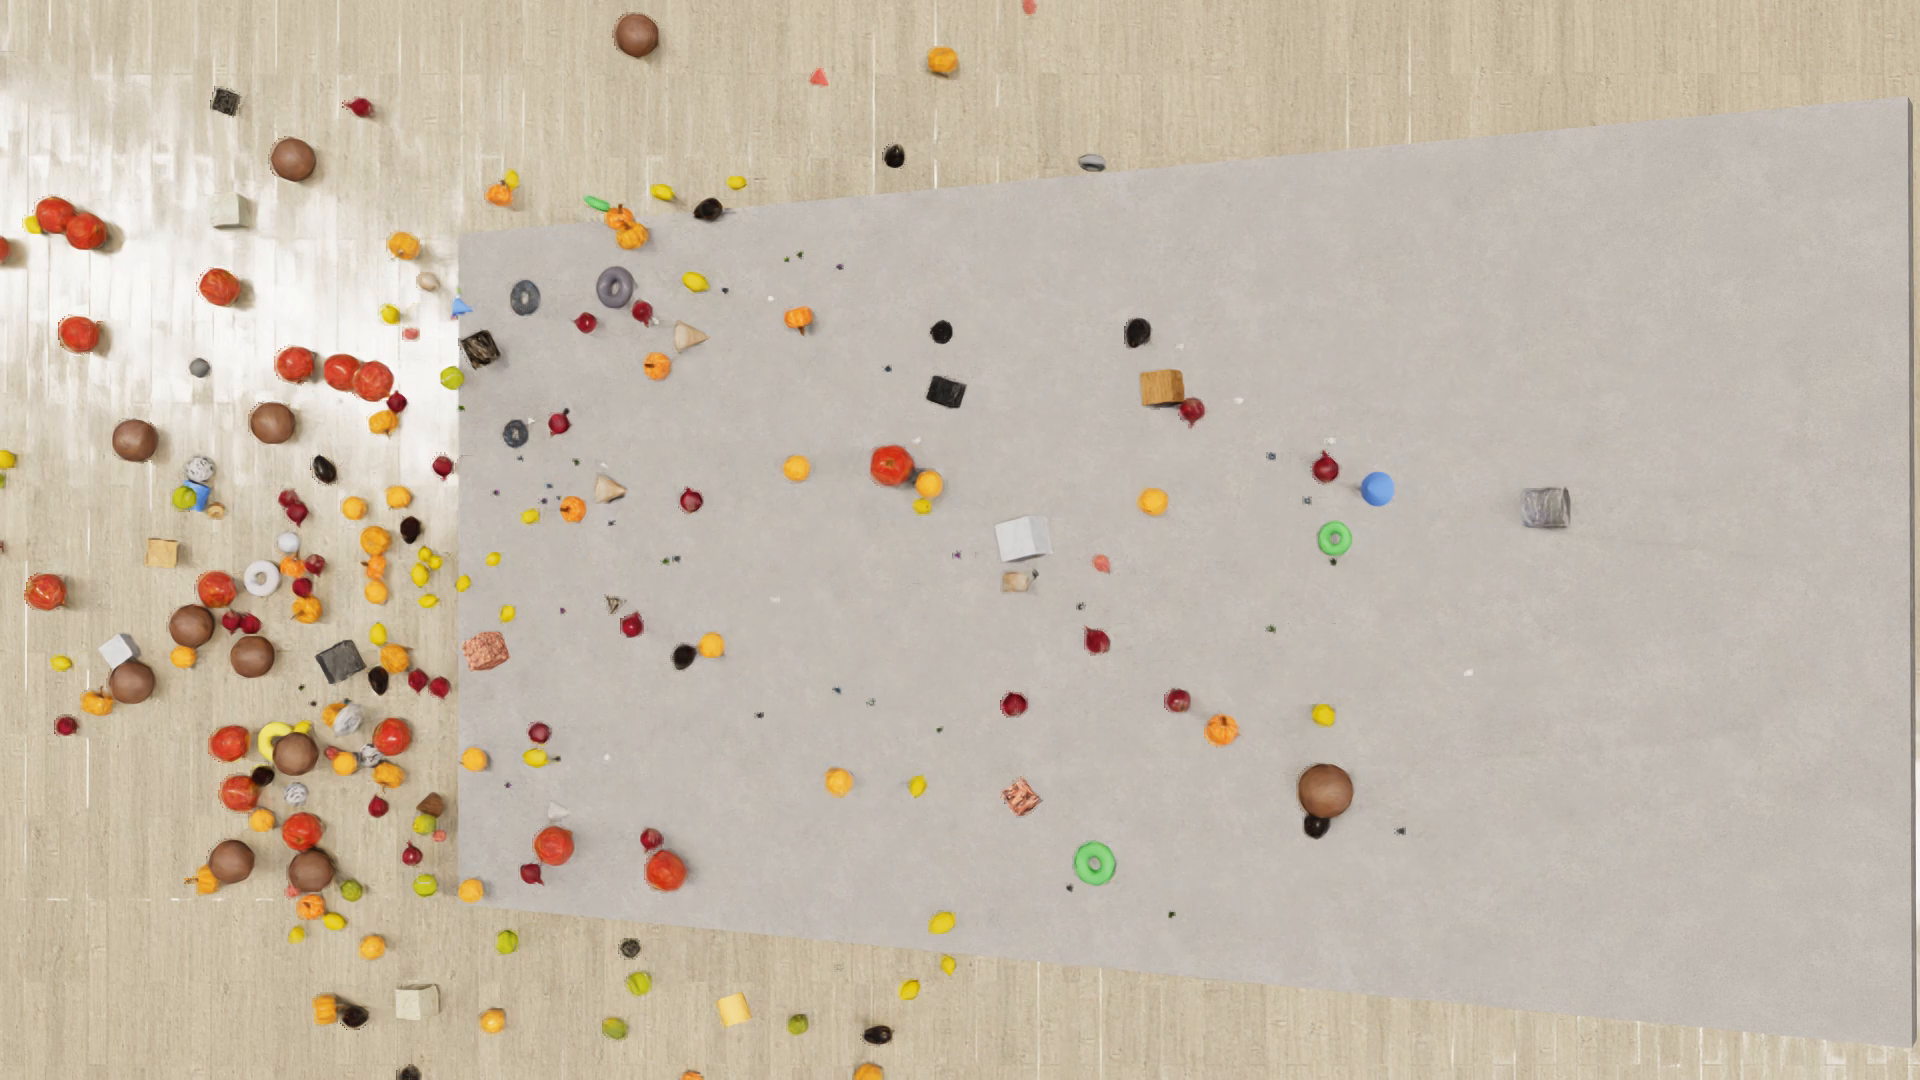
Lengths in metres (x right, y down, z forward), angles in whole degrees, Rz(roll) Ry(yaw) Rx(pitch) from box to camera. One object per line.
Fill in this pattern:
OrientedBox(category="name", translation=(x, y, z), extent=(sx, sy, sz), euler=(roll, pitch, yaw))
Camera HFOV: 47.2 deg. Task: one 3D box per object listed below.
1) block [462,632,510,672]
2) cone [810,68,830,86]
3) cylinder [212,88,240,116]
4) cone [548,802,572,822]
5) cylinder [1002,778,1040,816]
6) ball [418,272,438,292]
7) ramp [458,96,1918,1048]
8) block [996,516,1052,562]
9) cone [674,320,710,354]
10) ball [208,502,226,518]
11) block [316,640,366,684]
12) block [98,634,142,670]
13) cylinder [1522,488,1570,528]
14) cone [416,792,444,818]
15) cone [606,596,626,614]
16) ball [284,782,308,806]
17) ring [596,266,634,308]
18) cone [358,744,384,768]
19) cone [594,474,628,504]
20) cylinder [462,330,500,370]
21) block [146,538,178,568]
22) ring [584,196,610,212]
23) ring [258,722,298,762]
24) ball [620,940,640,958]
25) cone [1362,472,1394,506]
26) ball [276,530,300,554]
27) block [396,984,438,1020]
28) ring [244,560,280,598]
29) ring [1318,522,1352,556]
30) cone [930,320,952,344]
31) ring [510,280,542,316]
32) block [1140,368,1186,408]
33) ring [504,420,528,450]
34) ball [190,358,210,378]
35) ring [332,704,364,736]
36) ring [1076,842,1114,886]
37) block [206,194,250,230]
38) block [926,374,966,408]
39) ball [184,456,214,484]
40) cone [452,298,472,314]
OrientedBox(category="block", translation=(-1.393, 0.327, 6.457), extent=(0.086, 0.086, 0.086), euler=(-28, 76, 26))
OrientedBox(category="cone", translation=(-0.416, -1.389, 6.655), extent=(0.054, 0.054, 0.054), euler=(33, 89, -23))
OrientedBox(category="cylinder", translation=(-2.213, -1.322, 6.626), extent=(0.065, 0.065, 0.065), euler=(21, 99, 0))
OrientedBox(category="cone", translation=(-1.149, 0.788, 6.349), extent=(0.063, 0.063, 0.063), euler=(5, 89, 2))
OrientedBox(category="cylinder", translation=(0.156, 0.655, 5.595), extent=(0.069, 0.069, 0.069), euler=(-37, 73, 0))
OrientedBox(category="ball", translation=(-1.597, -0.774, 6.603), extent=(0.056, 0.056, 0.056), euler=(0, 89, 0))
OrientedBox(category="ramp", translation=(0.273, 0.076, 5.637), extent=(4.000, 0.100, 2.000), euler=(0, 89, 29))
OrientedBox(category="block", translation=(0.162, -0.001, 5.587), extent=(0.096, 0.096, 0.096), euler=(-15, 82, 28))
OrientedBox(category="cone", translation=(-0.740, -0.566, 6.126), extent=(0.095, 0.095, 0.095), euler=(2, 89, 3))
OrientedBox(category="ball", translation=(-2.243, -0.089, 6.631), extent=(0.051, 0.051, 0.051), euler=(0, 89, 0))
OrientedBox(category="block", translation=(-1.859, 0.366, 6.604), extent=(0.096, 0.096, 0.096), euler=(-29, 89, 0))
OrientedBox(category="block", translation=(-2.525, 0.334, 6.614), extent=(0.076, 0.076, 0.076), euler=(-36, 90, 0))
OrientedBox(category="cylinder", translation=(1.320, -0.072, 4.947), extent=(0.087, 0.087, 0.087), euler=(-3, 89, 29))
OrientedBox(category="cone", translation=(-1.602, 0.798, 6.576), extent=(0.079, 0.079, 0.079), euler=(0, 89, 31))
OrientedBox(category="cone", translation=(-0.973, 0.178, 6.246), extent=(0.050, 0.050, 0.050), euler=(-15, 89, -8))
OrientedBox(category="ball", translation=(-1.998, 0.764, 6.612), extent=(0.072, 0.072, 0.072), euler=(0, 89, 0))
OrientedBox(category="ring", translation=(-0.982, -0.721, 6.264), extent=(0.124, 0.041, 0.124), euler=(-1, 87, 29))
OrientedBox(category="cone", translation=(-1.771, 0.665, 6.597), extent=(0.079, 0.079, 0.079), euler=(-3, 110, -9))
OrientedBox(category="cone", translation=(-0.980, -0.141, 6.246), extent=(0.089, 0.089, 0.089), euler=(6, 89, 12))
OrientedBox(category="cylinder", translation=(-1.403, -0.559, 6.438), extent=(0.087, 0.087, 0.087), euler=(-23, 106, 0))
OrientedBox(category="block", translation=(-2.396, 0.039, 6.602), extent=(0.078, 0.078, 0.078), euler=(7, 91, -23))
OrientedBox(category="ring", translation=(-1.034, -0.959, 6.278), extent=(0.077, 0.077, 0.026), euler=(20, 107, 0))
OrientedBox(category="ring", translation=(-2.057, 0.608, 6.629), extent=(0.121, 0.040, 0.121), euler=(0, 88, 1))
OrientedBox(category="ball", translation=(-0.978, 1.212, 6.524), extent=(0.055, 0.055, 0.055), euler=(0, 89, 0))
OrientedBox(category="cone", translation=(0.965, -0.120, 5.148), extent=(0.083, 0.083, 0.083), euler=(0, 89, 29))
OrientedBox(category="ball", translation=(-2.023, 0.006, 6.622), extent=(0.068, 0.068, 0.068), euler=(0, 89, 0))
OrientedBox(category="block", translation=(-1.626, 1.382, 6.584), extent=(0.086, 0.086, 0.086), euler=(-3, 90, 25))
OrientedBox(category="ring", translation=(-2.105, 0.116, 6.632), extent=(0.114, 0.038, 0.114), euler=(-1, 84, 8))
OrientedBox(category="ring", translation=(0.890, -0.002, 5.220), extent=(0.082, 0.027, 0.082), euler=(-1, 88, 30))
OrientedBox(category="cone", translation=(-0.064, -0.545, 5.736), extent=(0.065, 0.065, 0.065), euler=(0, 89, 29))
OrientedBox(category="ring", translation=(-1.270, -0.706, 6.427), extent=(0.109, 0.036, 0.109), euler=(-1, 88, 30))
OrientedBox(category="block", translation=(0.498, -0.373, 5.412), extent=(0.080, 0.080, 0.080), euler=(-7, 86, 29))
OrientedBox(category="ring", translation=(-1.301, -0.310, 6.445), extent=(0.088, 0.029, 0.088), euler=(0, 89, 28))
OrientedBox(category="ball", translation=(-2.294, -0.518, 6.632), extent=(0.058, 0.058, 0.058), euler=(0, 89, 0))
OrientedBox(category="ring", translation=(-1.820, 0.537, 6.543), extent=(0.037, 0.110, 0.110), euler=(32, 89, 16))
OrientedBox(category="ring", translation=(0.338, 0.812, 5.515), extent=(0.109, 0.036, 0.109), euler=(0, 90, 28))
OrientedBox(category="block", translation=(-2.204, -0.988, 6.620), extent=(0.091, 0.091, 0.091), euler=(-5, 89, 0))
OrientedBox(category="block", translation=(-0.035, -0.386, 5.718), extent=(0.066, 0.066, 0.066), euler=(22, 100, 28))
OrientedBox(category="ball", translation=(-2.288, -0.213, 6.616), extent=(0.084, 0.084, 0.084), euler=(0, 89, 0))
OrientedBox(category="cone", translation=(-1.475, -0.689, 6.547), extent=(0.057, 0.057, 0.057), euler=(16, 89, -8))
